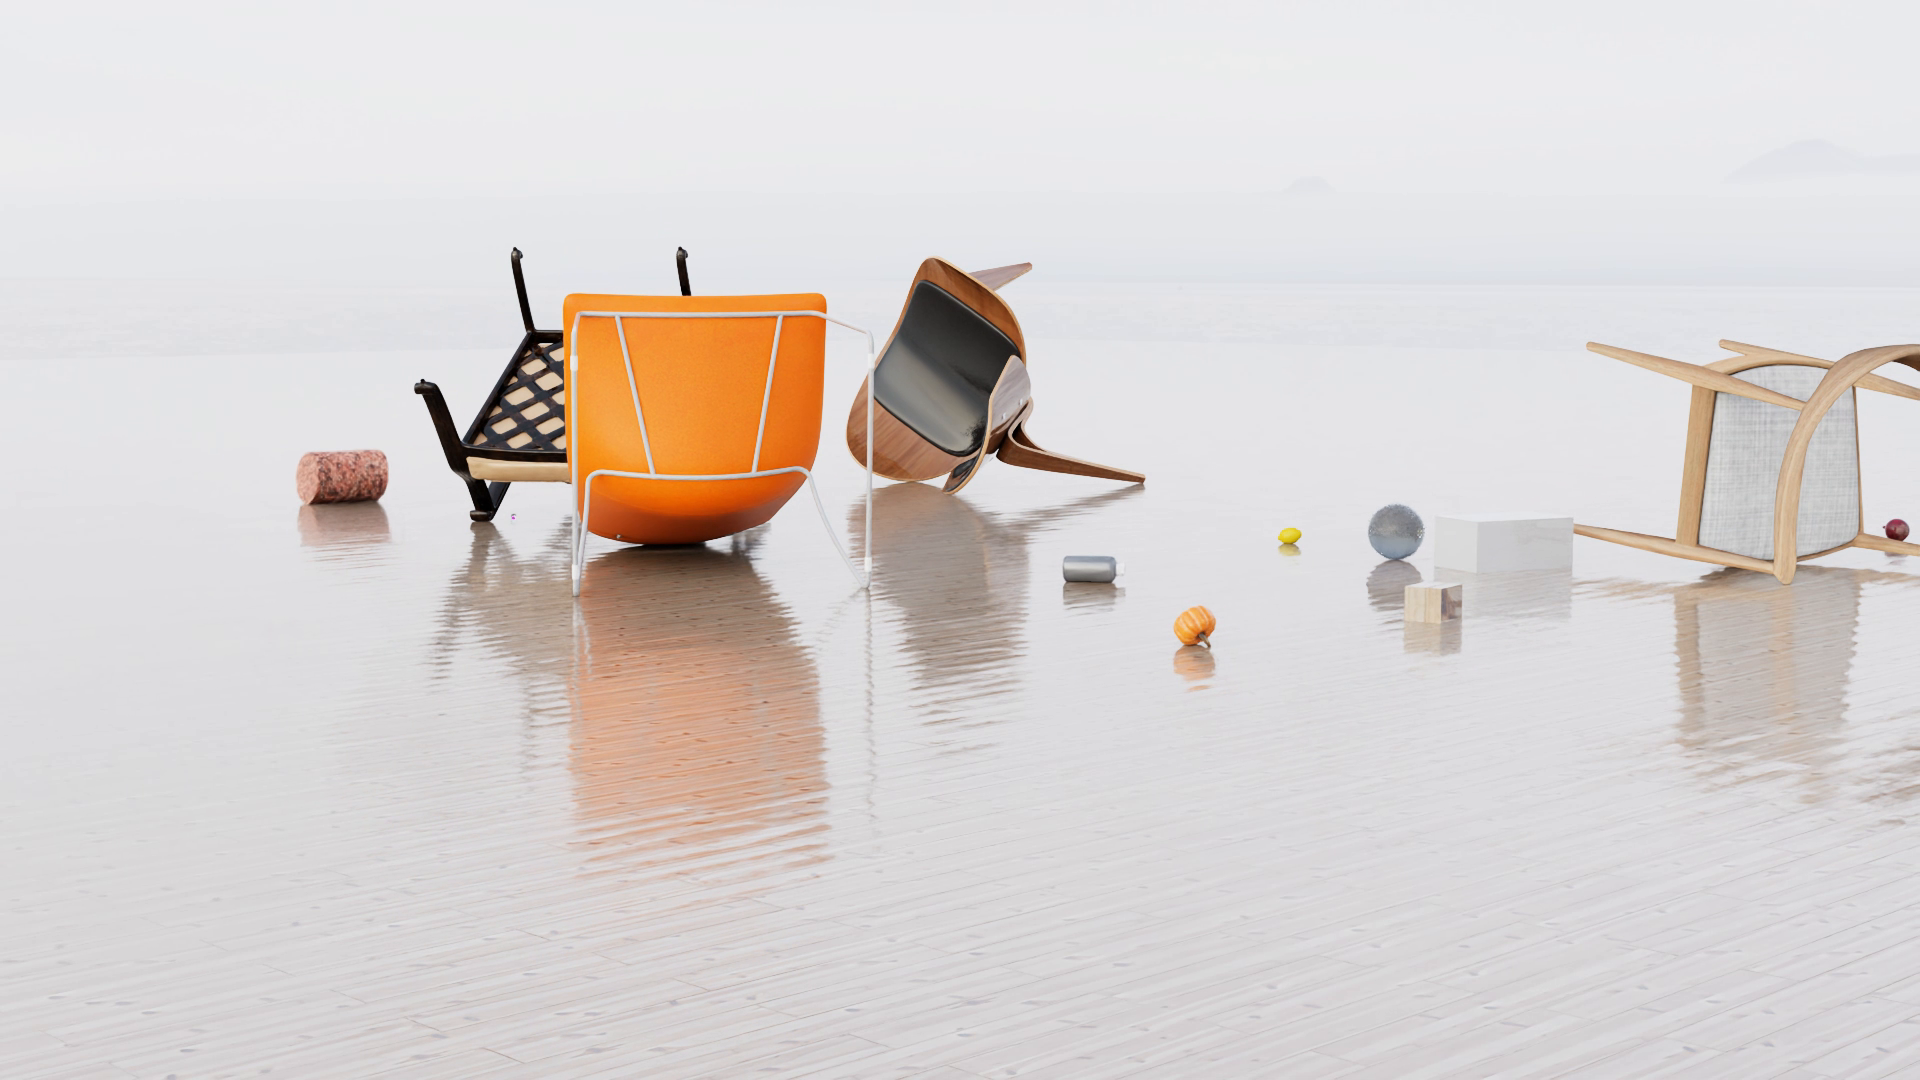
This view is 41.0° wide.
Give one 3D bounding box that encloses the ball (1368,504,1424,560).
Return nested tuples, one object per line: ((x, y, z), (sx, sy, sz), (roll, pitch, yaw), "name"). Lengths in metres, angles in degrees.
((1.014, -0.020, 5.964), (0.131, 0.131, 0.131), (0, 6, 0), "ball")

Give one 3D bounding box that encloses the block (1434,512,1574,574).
((1.233, 0.003, 5.821), (0.265, 0.114, 0.161), (-3, 6, -25), "block")

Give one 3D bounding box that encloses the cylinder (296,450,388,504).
((-1.800, -0.184, 7.478), (0.218, 0.136, 0.167), (-5, -28, -37), "cylinder")

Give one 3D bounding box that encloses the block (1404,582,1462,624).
((0.910, 0.119, 4.929), (0.075, 0.066, 0.095), (4, 7, 35), "block")
